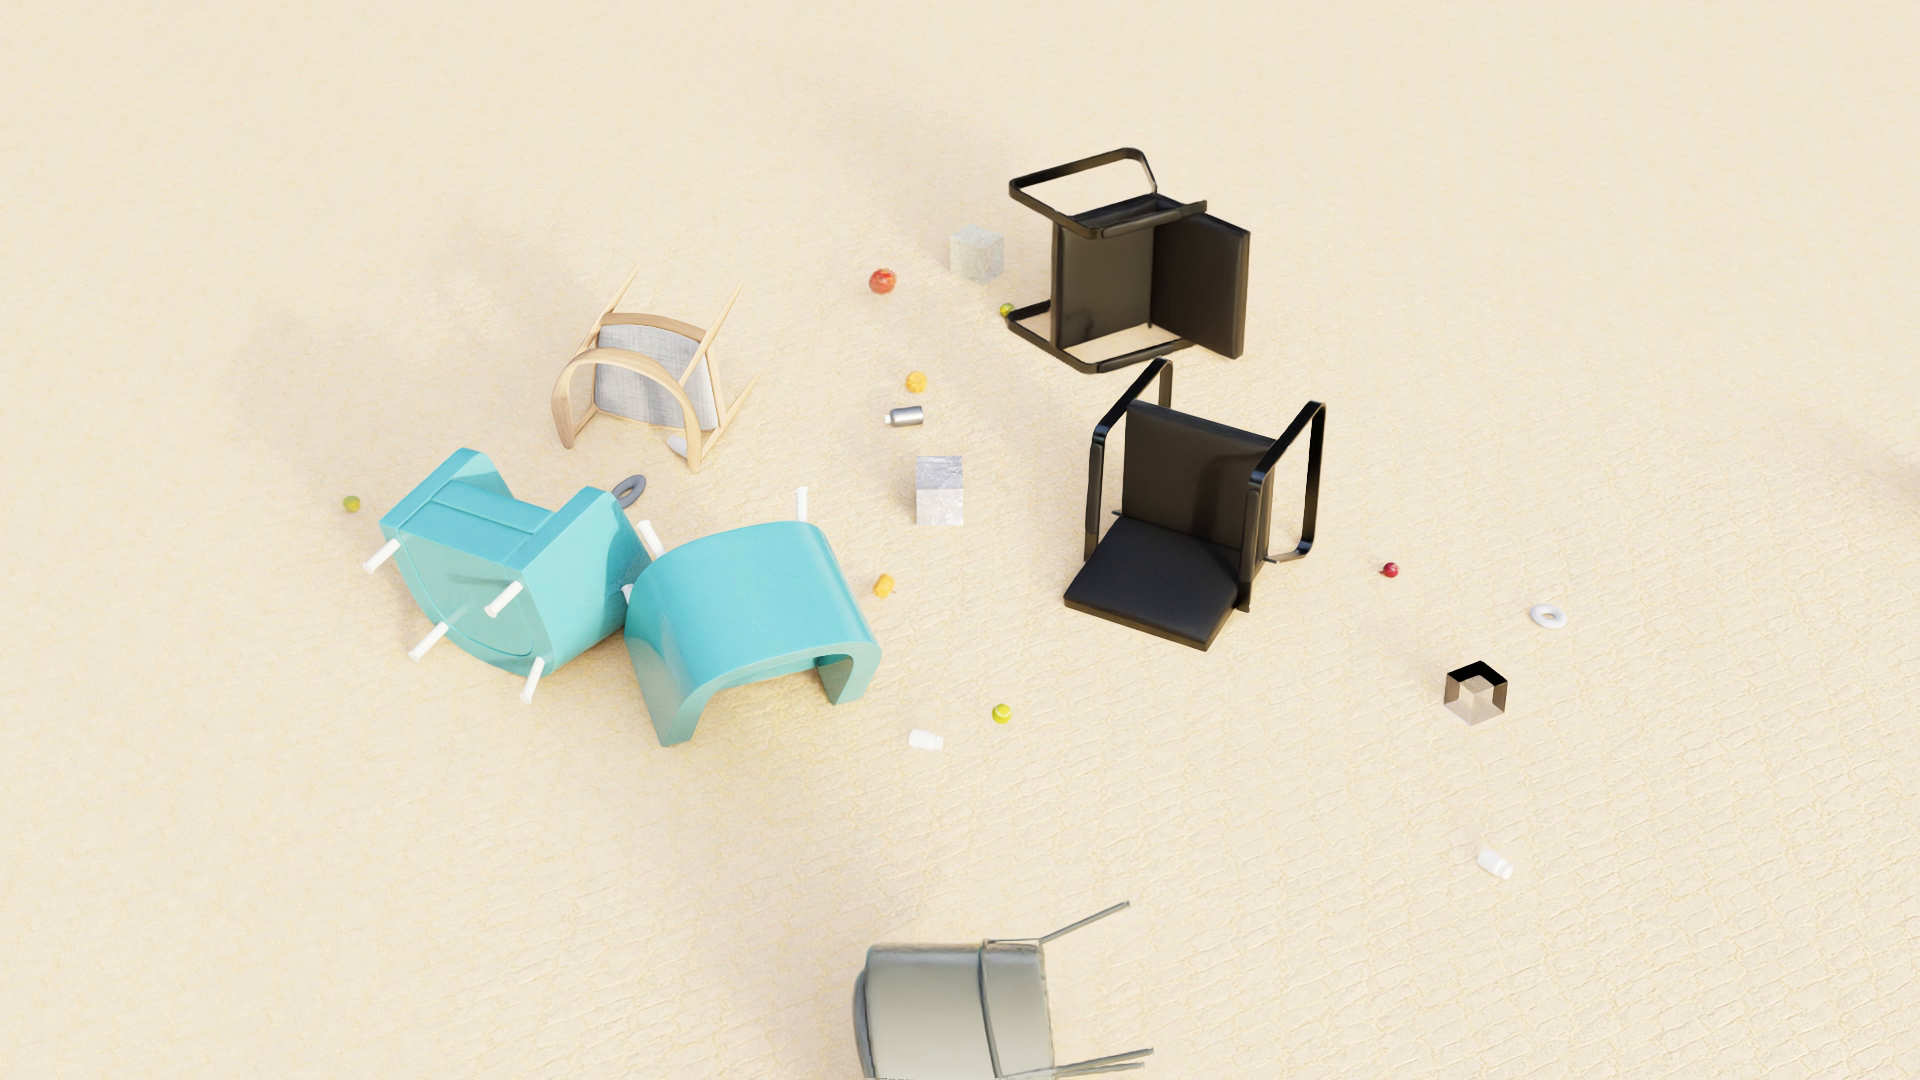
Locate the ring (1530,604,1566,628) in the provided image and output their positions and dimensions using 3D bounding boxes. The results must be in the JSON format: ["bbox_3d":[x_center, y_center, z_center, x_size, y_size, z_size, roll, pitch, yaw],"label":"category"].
[{"bbox_3d":[2.108,0.274,10.504,0.120,0.028,0.149,-16,36,-22],"label":"ring"}]

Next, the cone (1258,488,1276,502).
[{"bbox_3d":[1.173,-0.179,11.162,0.074,0.060,0.042,-12,35,-17],"label":"cone"}]

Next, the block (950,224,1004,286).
[{"bbox_3d":[0.074,-1.231,12.649,0.180,0.181,0.146,23,40,30],"label":"block"}]

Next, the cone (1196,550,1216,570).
[{"bbox_3d":[0.892,0.072,10.808,0.080,0.067,0.063,-7,5,-22],"label":"cone"}]

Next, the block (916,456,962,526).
[{"bbox_3d":[-0.077,-0.187,11.082,0.173,0.161,0.239,0,33,-1],"label":"block"}]

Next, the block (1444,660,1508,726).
[{"bbox_3d":[1.763,0.524,10.025,0.151,0.137,0.144,-19,38,-26],"label":"block"}]

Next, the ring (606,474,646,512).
[{"bbox_3d":[-1.273,-0.178,11.179,0.108,0.039,0.264,12,36,19],"label":"ring"}]
